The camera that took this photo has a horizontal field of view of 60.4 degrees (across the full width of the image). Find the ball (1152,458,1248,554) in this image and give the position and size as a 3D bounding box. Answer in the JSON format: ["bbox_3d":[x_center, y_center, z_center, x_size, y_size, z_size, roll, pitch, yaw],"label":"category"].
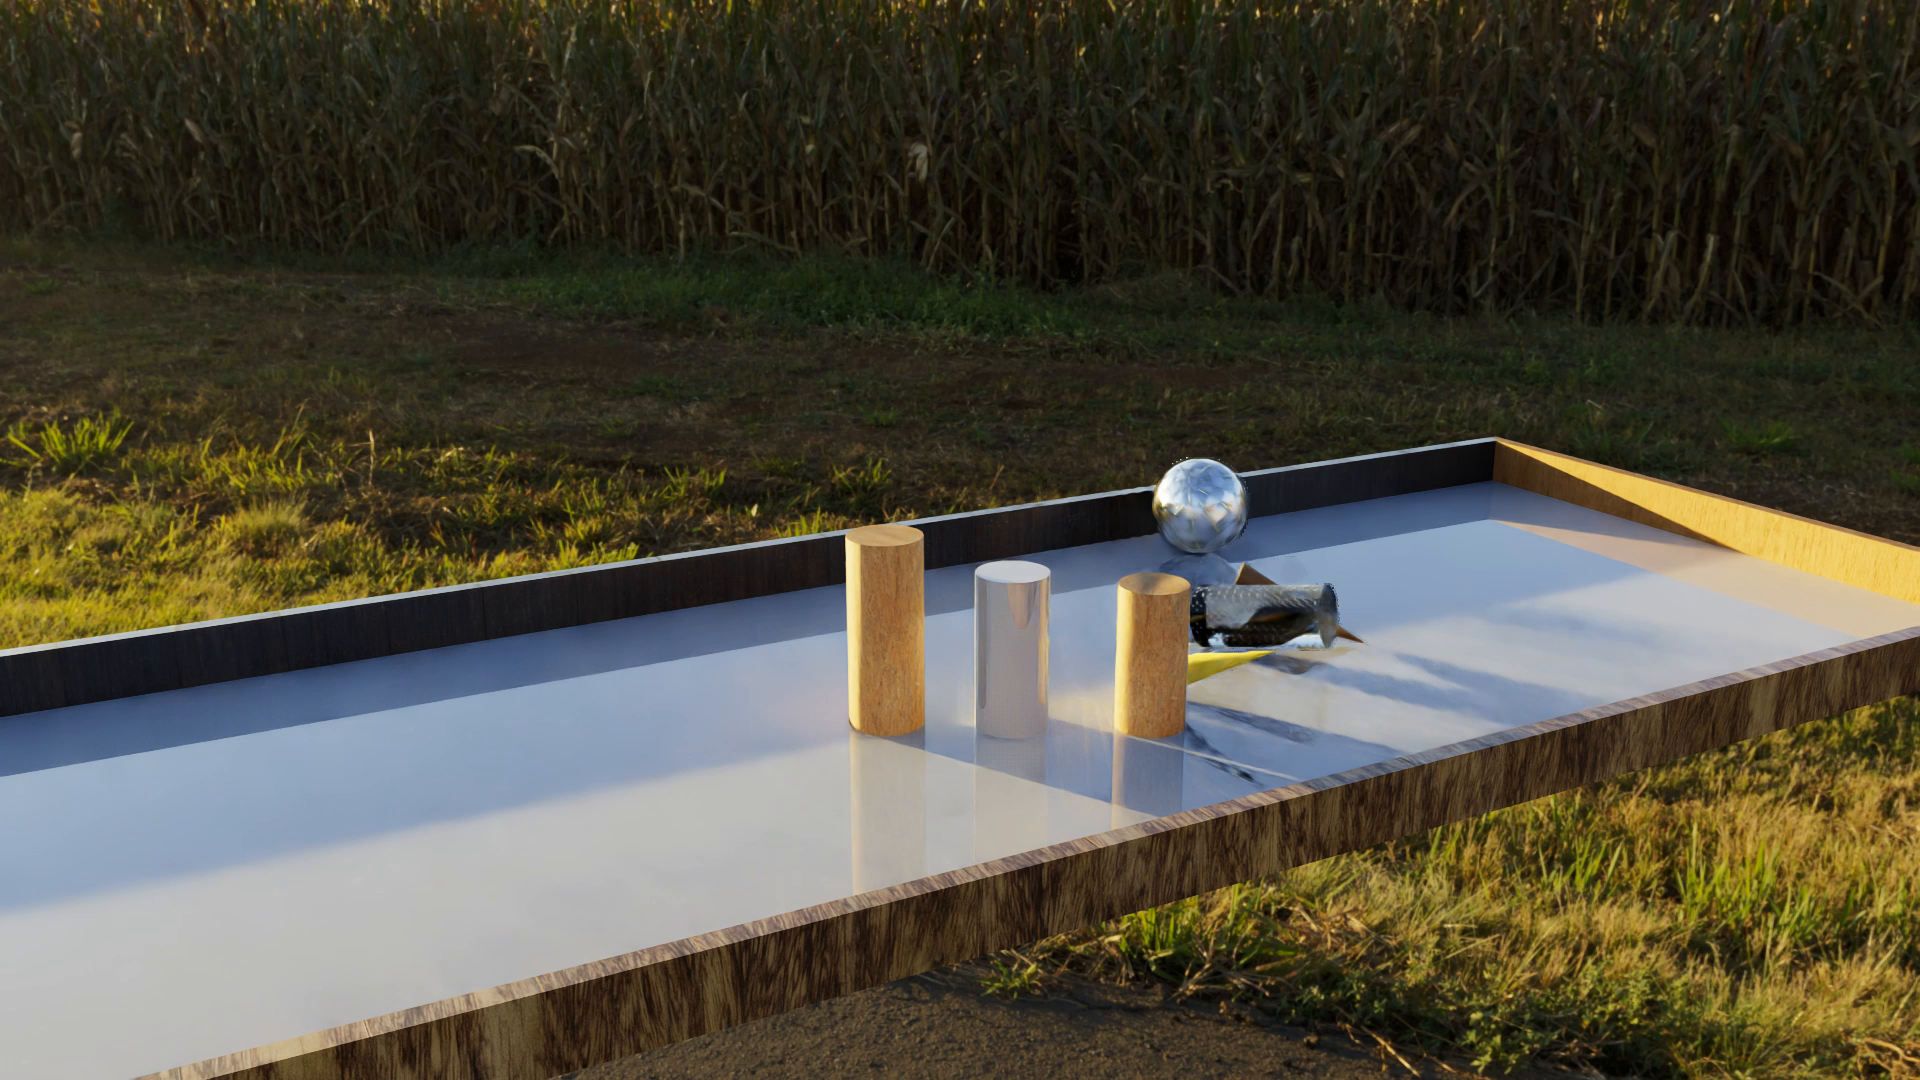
[{"bbox_3d":[0.755,-0.107,5.186,0.301,0.301,0.301,0,16,0],"label":"ball"}]

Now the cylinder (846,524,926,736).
[{"bbox_3d":[-0.172,0.208,3.834,0.179,0.458,0.179,0,16,0],"label":"cylinder"}]

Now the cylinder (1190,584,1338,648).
[{"bbox_3d":[0.789,0.198,4.286,0.342,0.162,0.162,-1,14,30],"label":"cylinder"}]

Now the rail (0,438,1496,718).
[{"bbox_3d":[-3.305,0.497,3.399,12.000,0.150,0.050,-9,18,-27],"label":"rail"}]

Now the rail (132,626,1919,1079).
[{"bbox_3d":[-2.336,1.006,1.665,12.000,0.150,0.050,-9,18,-27],"label":"rail"}]

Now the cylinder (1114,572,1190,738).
[{"bbox_3d":[0.445,0.267,3.831,0.166,0.347,0.166,0,16,0],"label":"cylinder"}]

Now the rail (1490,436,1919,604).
[{"bbox_3d":[2.466,-0.048,5.253,0.050,0.150,2.100,-9,18,-27],"label":"rail"}]

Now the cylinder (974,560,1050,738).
[{"bbox_3d":[0.121,0.253,3.829,0.174,0.376,0.174,0,16,0],"label":"cylinder"}]

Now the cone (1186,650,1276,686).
[{"bbox_3d":[0.596,0.297,3.939,0.347,0.108,0.108,-15,6,32],"label":"cone"}]

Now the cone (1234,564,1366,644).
[{"bbox_3d":[0.916,0.200,4.432,0.384,0.132,0.132,24,21,8],"label":"cone"}]
